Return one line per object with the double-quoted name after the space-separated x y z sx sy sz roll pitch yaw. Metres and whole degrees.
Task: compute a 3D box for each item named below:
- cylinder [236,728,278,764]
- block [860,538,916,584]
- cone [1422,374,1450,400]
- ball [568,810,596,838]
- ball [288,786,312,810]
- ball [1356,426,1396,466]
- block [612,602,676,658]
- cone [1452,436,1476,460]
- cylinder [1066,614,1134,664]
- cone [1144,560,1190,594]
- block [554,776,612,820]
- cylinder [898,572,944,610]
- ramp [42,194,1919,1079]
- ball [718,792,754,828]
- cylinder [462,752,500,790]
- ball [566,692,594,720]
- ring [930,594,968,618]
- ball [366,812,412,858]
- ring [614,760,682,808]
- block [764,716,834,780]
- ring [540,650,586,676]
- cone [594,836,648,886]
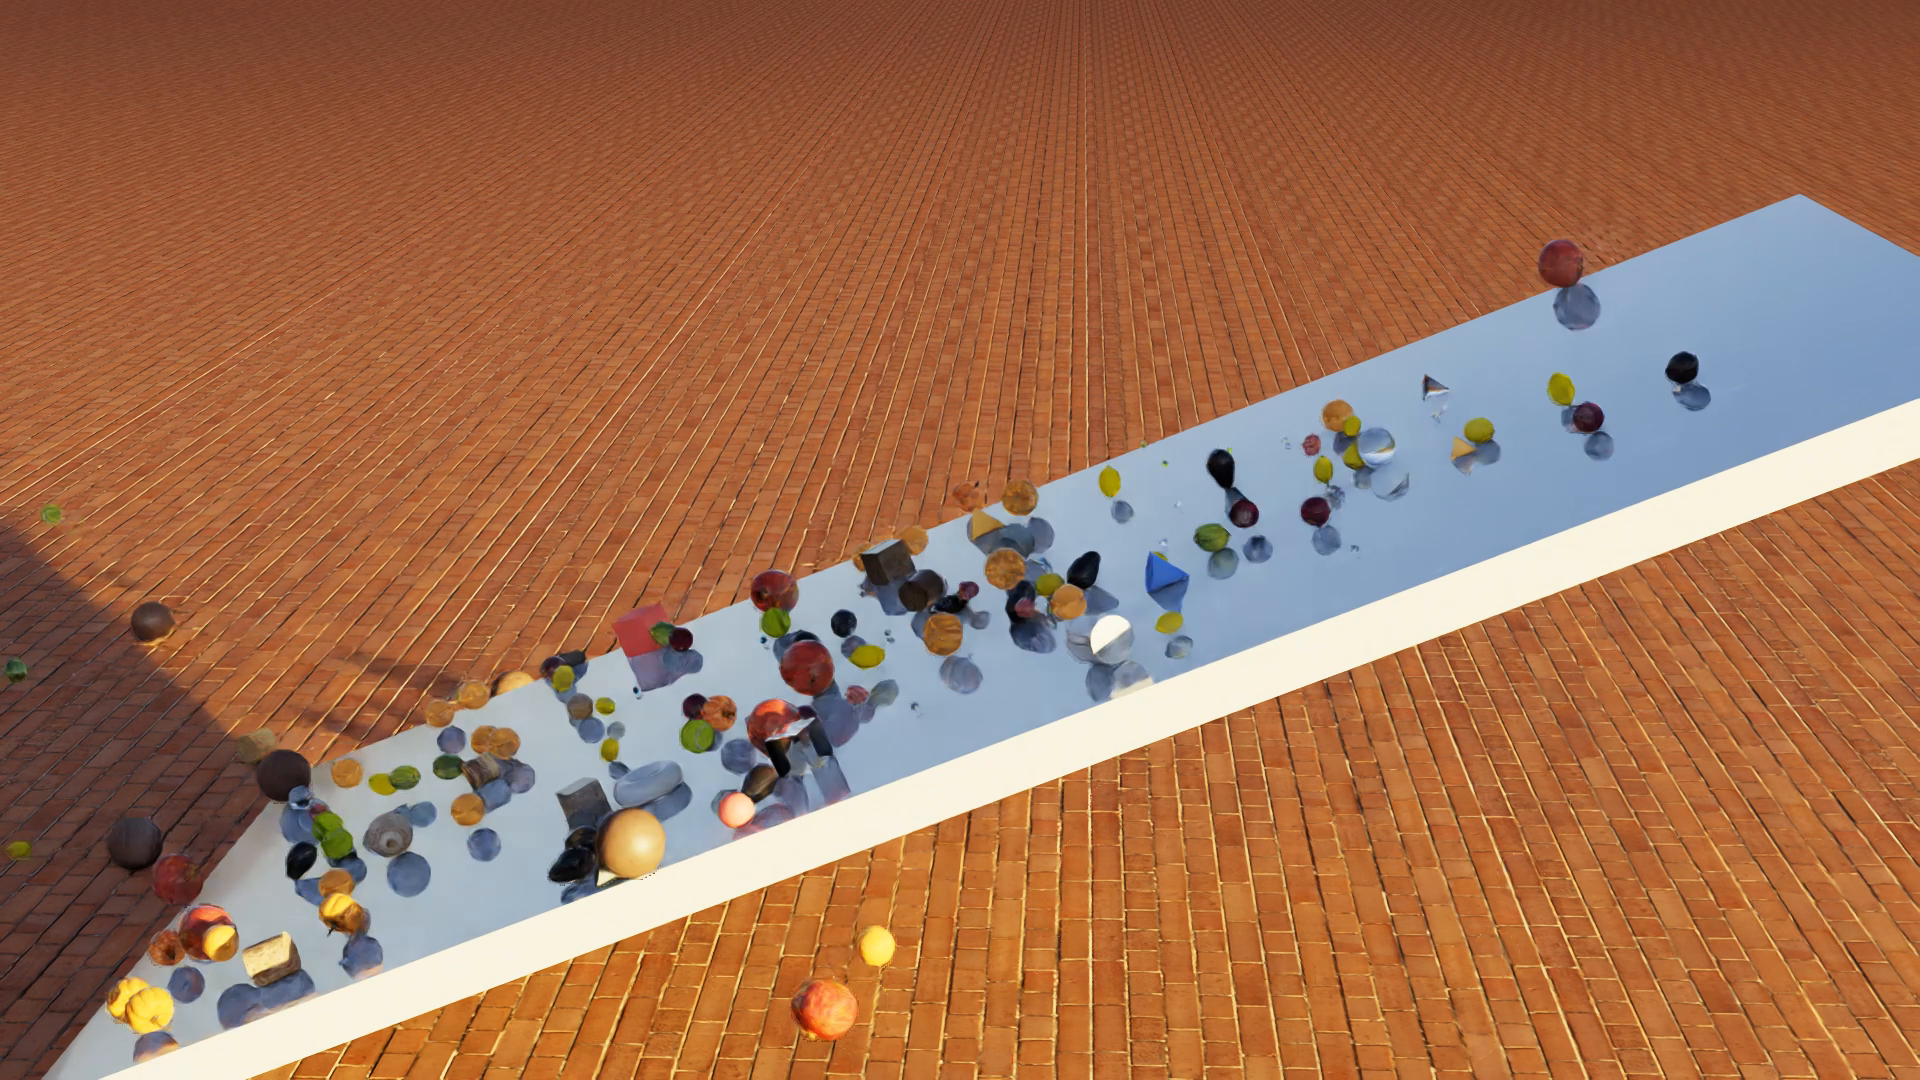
-1.883 0.551 7.877 0.079 0.079 0.079 8 16 29 "cylinder"
-0.170 0.052 6.916 0.080 0.080 0.080 -30 14 -29 "block"
1.057 -0.334 6.503 0.059 0.059 0.059 5 14 0 "cone"
-0.748 0.560 5.813 0.054 0.054 0.054 0 14 0 "ball"
-1.583 0.619 7.057 0.058 0.058 0.058 0 14 0 "ball"
0.866 -0.195 6.113 0.081 0.081 0.081 0 14 0 "ball"
-0.779 0.222 7.245 0.094 0.094 0.094 -16 14 30 "block"
1.019 -0.184 5.928 0.050 0.050 0.050 8 15 11 "cone"
0.263 0.185 5.516 0.092 0.092 0.092 -7 4 -27 "cylinder"
0.420 0.068 5.881 0.083 0.083 0.083 -14 17 -11 "cone"
-0.760 0.528 5.937 0.071 0.071 0.071 -29 13 -27 "block"
-0.086 0.112 6.521 0.073 0.073 0.073 8 14 30 "cylinder"
0.124 0.173 6.290 4.000 0.100 2.000 -21 12 7 "ramp"
-0.414 0.500 5.440 0.067 0.067 0.067 0 14 0 "ball"
-1.071 0.514 6.573 0.063 0.063 0.063 -29 26 -24 "cylinder"
-0.877 0.384 6.791 0.062 0.062 0.062 0 14 0 "ball"
-0.024 0.143 6.380 0.089 0.030 0.089 -21 11 4 "ring"
-1.214 0.628 6.261 0.096 0.096 0.096 0 14 0 "ball"
-0.627 0.490 5.916 0.149 0.050 0.149 -21 13 5 "ring"
-0.309 0.400 5.651 0.082 0.082 0.082 -14 15 34 "block"
-1.004 0.313 7.433 0.121 0.040 0.121 -20 -6 -2 "ring"
-0.625 0.597 5.458 0.095 0.095 0.095 3 13 -12 "cone"
